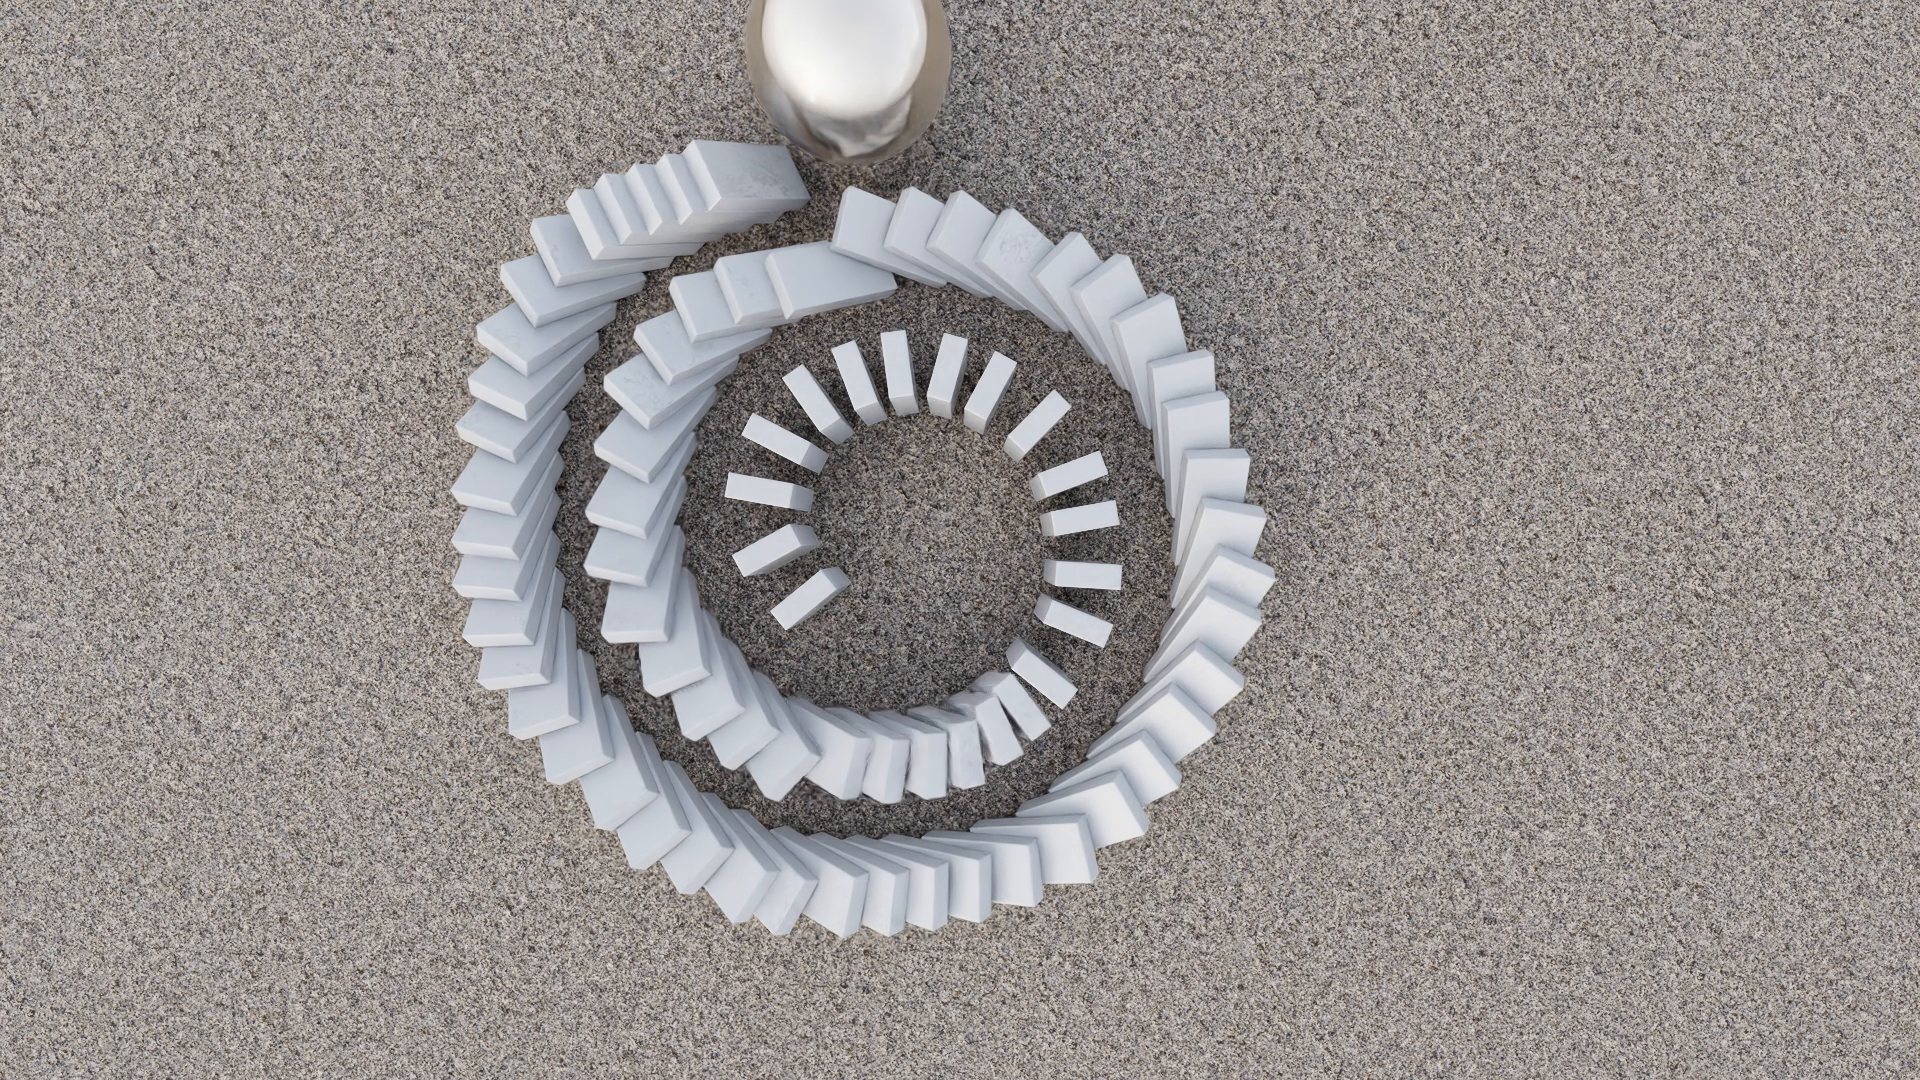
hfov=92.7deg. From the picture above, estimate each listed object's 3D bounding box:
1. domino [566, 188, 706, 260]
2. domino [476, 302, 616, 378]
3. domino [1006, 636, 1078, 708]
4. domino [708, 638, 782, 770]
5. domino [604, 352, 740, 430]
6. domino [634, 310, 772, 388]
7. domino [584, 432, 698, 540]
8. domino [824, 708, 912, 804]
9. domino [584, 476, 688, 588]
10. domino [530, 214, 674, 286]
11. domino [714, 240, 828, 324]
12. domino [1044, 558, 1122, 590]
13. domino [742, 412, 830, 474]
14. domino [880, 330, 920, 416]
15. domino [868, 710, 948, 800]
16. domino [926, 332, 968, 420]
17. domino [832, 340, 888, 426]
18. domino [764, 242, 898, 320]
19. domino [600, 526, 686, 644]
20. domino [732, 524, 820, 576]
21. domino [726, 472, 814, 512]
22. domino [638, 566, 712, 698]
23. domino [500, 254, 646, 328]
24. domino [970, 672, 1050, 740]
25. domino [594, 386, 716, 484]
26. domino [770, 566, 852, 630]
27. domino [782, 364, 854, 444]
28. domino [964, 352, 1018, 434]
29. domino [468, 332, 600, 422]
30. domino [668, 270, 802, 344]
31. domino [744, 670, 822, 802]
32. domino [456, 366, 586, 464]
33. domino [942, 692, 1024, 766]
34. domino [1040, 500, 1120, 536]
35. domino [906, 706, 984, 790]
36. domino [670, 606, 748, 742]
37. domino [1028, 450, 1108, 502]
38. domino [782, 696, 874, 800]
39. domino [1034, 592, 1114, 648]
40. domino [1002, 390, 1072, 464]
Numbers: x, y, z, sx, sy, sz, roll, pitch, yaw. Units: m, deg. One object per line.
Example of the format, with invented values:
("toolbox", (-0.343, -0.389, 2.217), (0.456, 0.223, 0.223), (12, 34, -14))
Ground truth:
("domino", (-0.133, -0.130, 0.378), (0.010, 0.050, 0.025), (-26, 90, 40))
("domino", (-0.171, -0.091, 0.381), (0.025, 0.010, 0.050), (37, 53, 1))
("domino", (0.032, 0.053, 0.375), (0.025, 0.050, 0.009), (39, 90, 0))
("domino", (-0.096, 0.067, 0.382), (0.025, 0.009, 0.050), (-38, 56, 0))
("domino", (-0.120, -0.070, 0.382), (0.025, 0.009, 0.050), (43, 57, 2))
("domino", (-0.106, -0.086, 0.382), (0.050, 0.009, 0.025), (-35, 89, -32))
("domino", (-0.133, -0.027, 0.384), (0.025, 0.009, 0.050), (18, 62, 1))
("domino", (-0.041, 0.088, 0.378), (0.010, 0.050, 0.025), (10, 90, -41))
("domino", (-0.135, -0.006, 0.384), (0.025, 0.009, 0.050), (12, 61, 0))
("domino", (-0.148, -0.123, 0.381), (0.050, 0.010, 0.025), (-25, 89, -37))
("domino", (-0.074, -0.108, 0.383), (0.050, 0.009, 0.025), (-21, 90, -31))
("domino", (0.049, 0.014, 0.375), (0.025, 0.050, 0.010), (4, 90, 0))
("domino", (-0.070, -0.039, 0.375), (0.025, 0.050, 0.010), (27, 90, 0))
("domino", (-0.024, -0.067, 0.375), (0.009, 0.050, 0.025), (-7, 90, 0))
("domino", (-0.022, 0.087, 0.376), (0.009, 0.050, 0.025), (2, 90, -32))
("domino", (-0.005, -0.066, 0.375), (0.009, 0.050, 0.025), (16, 90, 0))
("domino", (-0.040, -0.063, 0.375), (0.009, 0.050, 0.025), (-21, 90, 0))
("domino", (-0.053, -0.111, 0.383), (0.050, 0.009, 0.025), (-22, 90, -30))
("domino", (-0.132, 0.018, 0.383), (0.025, 0.009, 0.050), (-2, 59, 0))
("domino", (-0.074, 0.004, 0.375), (0.025, 0.050, 0.010), (-29, 90, 0))
("domino", (-0.077, -0.019, 0.375), (0.025, 0.050, 0.010), (10, 90, 0))
("domino", (-0.121, 0.038, 0.383), (0.025, 0.010, 0.050), (-21, 57, 0))
("domino", (-0.160, -0.109, 0.382), (0.050, 0.010, 0.025), (-35, 90, -36))
("domino", (0.020, 0.067, 0.375), (0.009, 0.050, 0.025), (-37, 90, -12))
("domino", (-0.127, -0.050, 0.384), (0.025, 0.010, 0.050), (29, 62, 0))
("domino", (-0.060, 0.023, 0.375), (0.025, 0.050, 0.009), (-39, 90, 0))
("domino", (-0.057, -0.054, 0.375), (0.010, 0.050, 0.025), (-35, 90, 0))
("domino", (0.012, -0.059, 0.375), (0.009, 0.050, 0.025), (28, 90, 0))
("domino", (-0.176, -0.074, 0.381), (0.025, 0.009, 0.050), (26, 52, 0))
("domino", (-0.092, -0.100, 0.382), (0.050, 0.009, 0.025), (-22, 87, -31))
("domino", (-0.081, 0.081, 0.381), (0.025, 0.009, 0.050), (-45, 53, 0))
("domino", (-0.182, -0.058, 0.383), (0.025, 0.010, 0.050), (25, 59, 0))
("domino", (0.008, 0.076, 0.375), (0.010, 0.050, 0.025), (-25, 90, -17))
("domino", (0.048, -0.008, 0.375), (0.025, 0.050, 0.010), (-10, 90, 0))
("domino", (-0.007, 0.084, 0.375), (0.010, 0.050, 0.025), (-7, 90, -25))
("domino", (-0.109, 0.055, 0.382), (0.025, 0.010, 0.050), (-31, 56, 2))
("domino", (0.043, -0.025, 0.375), (0.025, 0.050, 0.010), (-21, 90, 0))
("domino", (-0.058, 0.085, 0.379), (0.050, 0.010, 0.025), (17, 94, 42))
("domino", (0.045, 0.032, 0.375), (0.025, 0.050, 0.010), (22, 90, 0))
("domino", (0.031, -0.045, 0.375), (0.009, 0.050, 0.025), (45, 90, 0))
